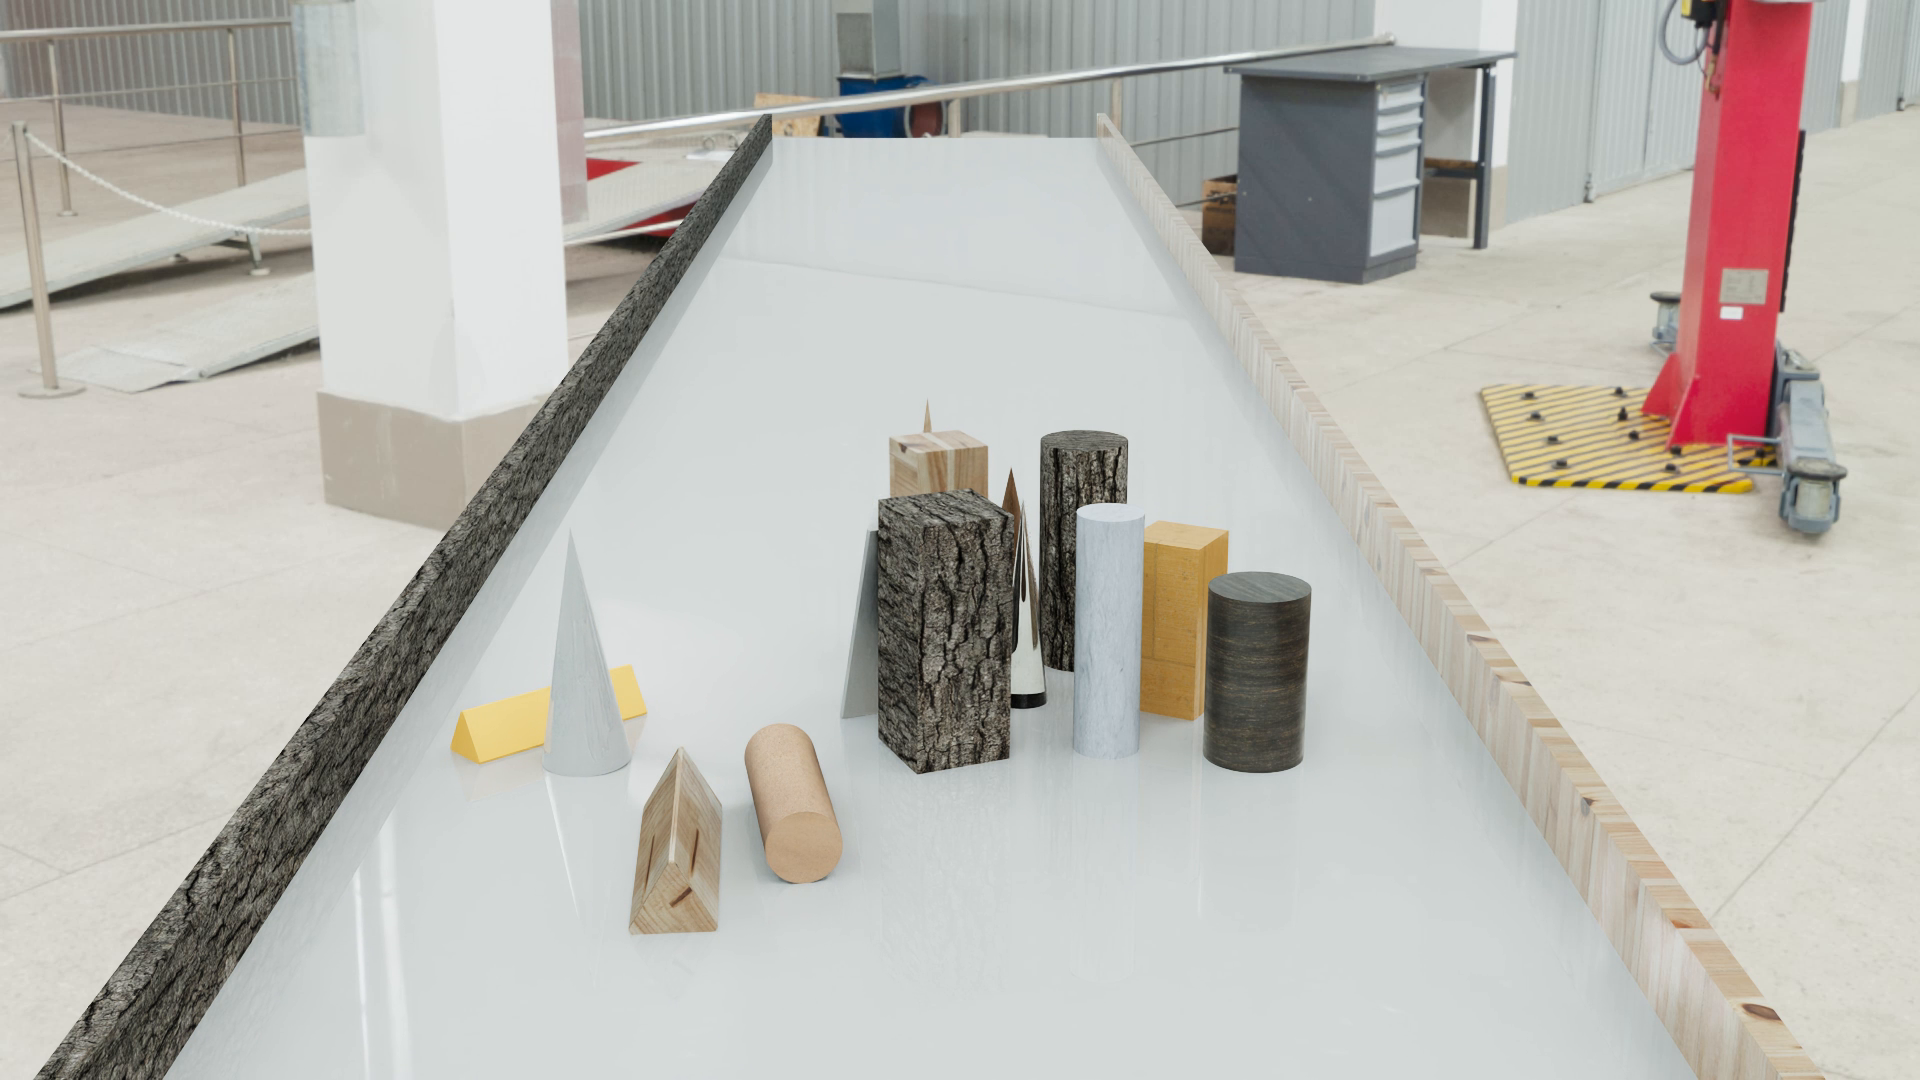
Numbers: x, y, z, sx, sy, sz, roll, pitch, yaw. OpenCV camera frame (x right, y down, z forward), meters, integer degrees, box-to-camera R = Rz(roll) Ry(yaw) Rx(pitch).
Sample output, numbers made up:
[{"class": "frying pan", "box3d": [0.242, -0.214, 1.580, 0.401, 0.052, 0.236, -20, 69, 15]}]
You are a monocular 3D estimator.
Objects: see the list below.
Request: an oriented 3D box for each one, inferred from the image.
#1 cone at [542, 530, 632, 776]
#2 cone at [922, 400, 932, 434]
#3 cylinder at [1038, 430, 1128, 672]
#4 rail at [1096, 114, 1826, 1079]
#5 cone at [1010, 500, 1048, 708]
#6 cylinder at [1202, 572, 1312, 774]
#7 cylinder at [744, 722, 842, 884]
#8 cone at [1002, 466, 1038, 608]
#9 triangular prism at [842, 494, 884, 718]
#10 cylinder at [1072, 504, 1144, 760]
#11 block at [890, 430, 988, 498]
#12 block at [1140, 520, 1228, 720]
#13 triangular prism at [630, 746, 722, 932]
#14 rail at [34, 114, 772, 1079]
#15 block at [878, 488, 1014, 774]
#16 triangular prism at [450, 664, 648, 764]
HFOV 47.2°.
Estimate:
[{"class": "cone", "box3d": [-0.666, 0.182, 3.837, 0.158, 0.436, 0.158, 0, 20, 0]}, {"class": "cone", "box3d": [-0.071, -0.111, 4.862, 0.109, 0.421, 0.109, 0, 17, 0]}, {"class": "cylinder", "box3d": [0.243, 0.021, 4.364, 0.172, 0.451, 0.172, 0, 17, 0]}, {"class": "rail", "box3d": [0.932, -0.844, 7.801, 0.050, 0.150, 12.000, 0, 17, -1]}, {"class": "cone", "box3d": [0.118, 0.112, 4.145, 0.102, 0.402, 0.102, 0, 17, 0]}, {"class": "cylinder", "box3d": [0.525, 0.232, 3.893, 0.180, 0.315, 0.180, 0, 17, 0]}, {"class": "cylinder", "box3d": [-0.275, 0.424, 3.590, 0.121, 0.121, 0.380, -3, 17, -10]}, {"class": "cone", "box3d": [0.107, 0.005, 4.623, 0.147, 0.334, 0.147, 0, 17, 0]}, {"class": "triangular prism", "box3d": [-0.158, 0.120, 4.055, 0.126, 0.423, 0.109, -8, 37, -25]}, {"class": "cylinder", "box3d": [0.264, 0.163, 3.907, 0.119, 0.441, 0.119, 0, 17, 0]}, {"class": "block", "box3d": [-0.041, 0.024, 4.353, 0.148, 0.451, 0.148, -7, 17, -22]}, {"class": "block", "box3d": [0.406, 0.150, 4.140, 0.144, 0.333, 0.144, 9, 19, 27]}, {"class": "triangular prism", "box3d": [-0.445, 0.462, 3.466, 0.128, 0.111, 0.457, -1, 17, -5]}, {"class": "rail", "box3d": [-1.118, -0.838, 7.780, 0.050, 0.150, 12.000, 0, 17, -1]}, {"class": "block", "box3d": [-0.028, 0.159, 3.890, 0.179, 0.453, 0.179, -7, 20, -23]}, {"class": "triangular prism", "box3d": [-0.752, 0.309, 4.030, 0.361, 0.085, 0.098, -15, 22, -41]}]
